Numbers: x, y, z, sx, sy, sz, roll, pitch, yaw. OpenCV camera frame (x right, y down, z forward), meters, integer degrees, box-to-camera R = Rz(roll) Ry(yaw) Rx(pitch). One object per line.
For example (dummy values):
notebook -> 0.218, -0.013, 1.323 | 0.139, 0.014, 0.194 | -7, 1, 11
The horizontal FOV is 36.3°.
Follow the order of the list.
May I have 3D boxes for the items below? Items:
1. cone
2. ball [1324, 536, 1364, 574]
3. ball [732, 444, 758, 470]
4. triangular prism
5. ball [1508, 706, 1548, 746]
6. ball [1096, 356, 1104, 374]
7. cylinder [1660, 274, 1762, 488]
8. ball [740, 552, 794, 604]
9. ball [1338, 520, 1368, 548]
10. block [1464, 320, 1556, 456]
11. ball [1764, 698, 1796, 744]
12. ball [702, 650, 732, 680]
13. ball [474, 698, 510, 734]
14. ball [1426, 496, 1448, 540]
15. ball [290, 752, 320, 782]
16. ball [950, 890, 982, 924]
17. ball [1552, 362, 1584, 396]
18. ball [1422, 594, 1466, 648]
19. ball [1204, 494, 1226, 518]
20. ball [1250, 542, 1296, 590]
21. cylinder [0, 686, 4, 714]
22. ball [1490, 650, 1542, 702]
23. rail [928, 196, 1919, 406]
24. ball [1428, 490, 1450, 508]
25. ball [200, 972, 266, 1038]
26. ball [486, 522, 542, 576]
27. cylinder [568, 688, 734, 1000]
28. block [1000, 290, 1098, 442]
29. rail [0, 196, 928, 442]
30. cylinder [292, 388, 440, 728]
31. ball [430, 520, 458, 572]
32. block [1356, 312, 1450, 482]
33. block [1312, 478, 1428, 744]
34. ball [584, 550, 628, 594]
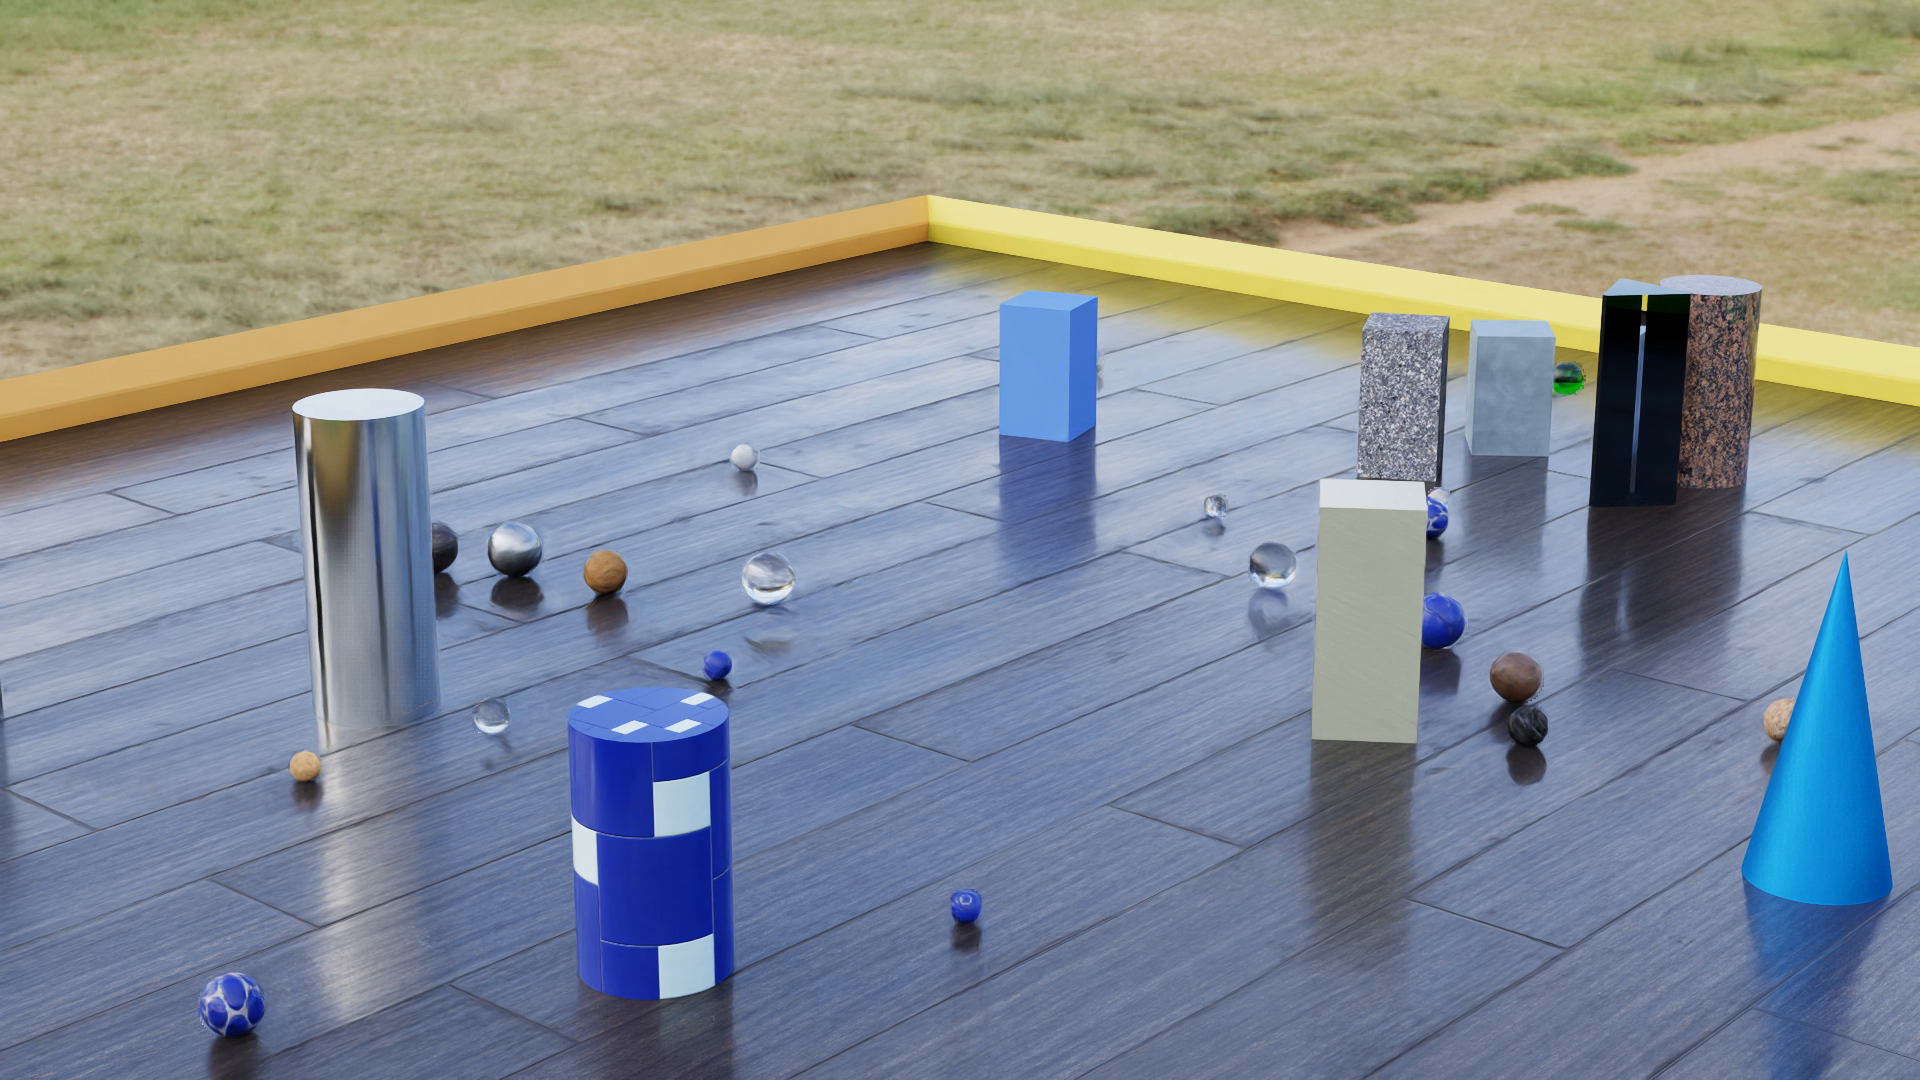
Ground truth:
cone -> 1.154, 0.232, 3.884 | 0.197, 0.460, 0.197 | 0, 17, 0
ball -> 0.686, 0.028, 5.239 | 0.069, 0.069, 0.069 | 0, 17, 0
ball -> -0.434, -0.167, 5.913 | 0.054, 0.054, 0.054 | 0, 17, 0
triangular prism -> 1.294, -0.287, 5.683 | 0.170, 0.417, 0.148 | -2, 17, -6
ball -> 0.856, 0.280, 4.418 | 0.060, 0.060, 0.060 | 0, 17, 0
ball -> 0.304, -0.401, 6.701 | 0.046, 0.046, 0.046 | 0, 17, 0
cylinder -> 1.477, -0.316, 5.824 | 0.197, 0.389, 0.197 | 0, 17, 0
ball -> -0.333, 0.066, 5.072 | 0.092, 0.092, 0.092 | 0, 17, 0
ball -> 0.723, -0.011, 5.394 | 0.054, 0.054, 0.054 | 0, 17, 0
block -> 1.137, -0.316, 6.065 | 0.157, 0.250, 0.157 | 1, 17, 4
ball -> 1.247, 0.274, 4.424 | 0.069, 0.069, 0.069 | 0, 17, 0
ball -> -0.389, 0.200, 4.706 | 0.047, 0.047, 0.047 | 0, 17, 0
ball -> -0.713, 0.267, 4.467 | 0.056, 0.056, 0.056 | 0, 17, 0
ball -> 0.867, -0.040, 5.445 | 0.080, 0.080, 0.080 | 0, 17, 0
ball -> -0.956, 0.330, 4.278 | 0.044, 0.044, 0.044 | 0, 17, 0
ball -> 0.007, 0.476, 3.799 | 0.043, 0.043, 0.043 | 0, 17, 0
ball -> 1.345, -0.358, 6.510 | 0.075, 0.075, 0.075 | 0, 17, 0
ball -> 0.790, 0.134, 4.849 | 0.092, 0.092, 0.092 | 0, 17, 0
ball -> 0.486, -0.066, 5.592 | 0.044, 0.044, 0.044 | 0, 17, 0
ball -> 0.551, 0.045, 5.158 | 0.084, 0.084, 0.084 | 0, 17, 0
cylinder -> -1.587, 0.125, 4.505 | 0.197, 0.306, 0.197 | 0, 17, 0
ball -> 0.873, 0.213, 4.604 | 0.081, 0.081, 0.081 | 0, 17, 0
rail -> 1.552, -0.484, 6.832 | 4.394, 0.128, 0.045 | 14, 22, 39
ball -> 0.919, -0.076, 5.629 | 0.043, 0.043, 0.043 | 0, 17, 0
ball -> -0.865, 0.553, 3.486 | 0.076, 0.076, 0.076 | 0, 17, 0
ball -> -0.793, 0.016, 5.227 | 0.098, 0.098, 0.098 | 0, 17, 0
cylinder -> -0.381, 0.373, 3.632 | 0.197, 0.335, 0.197 | 0, 17, 0
block -> 0.187, -0.369, 6.189 | 0.157, 0.280, 0.157 | 7, 18, 23
rail -> -1.641, -0.379, 6.484 | 0.045, 0.128, 4.782 | 14, 22, 39
cylinder -> -0.913, 0.027, 4.519 | 0.197, 0.486, 0.197 | 0, 17, 0
ball -> -0.945, 0.012, 5.250 | 0.094, 0.094, 0.094 | 0, 17, 0
block -> 0.890, -0.289, 5.885 | 0.157, 0.303, 0.157 | 4, 17, 13
block -> 0.621, 0.107, 4.462 | 0.157, 0.367, 0.157 | 2, 17, 6
ball -> -0.620, 0.057, 5.131 | 0.076, 0.076, 0.076 | 0, 17, 0
